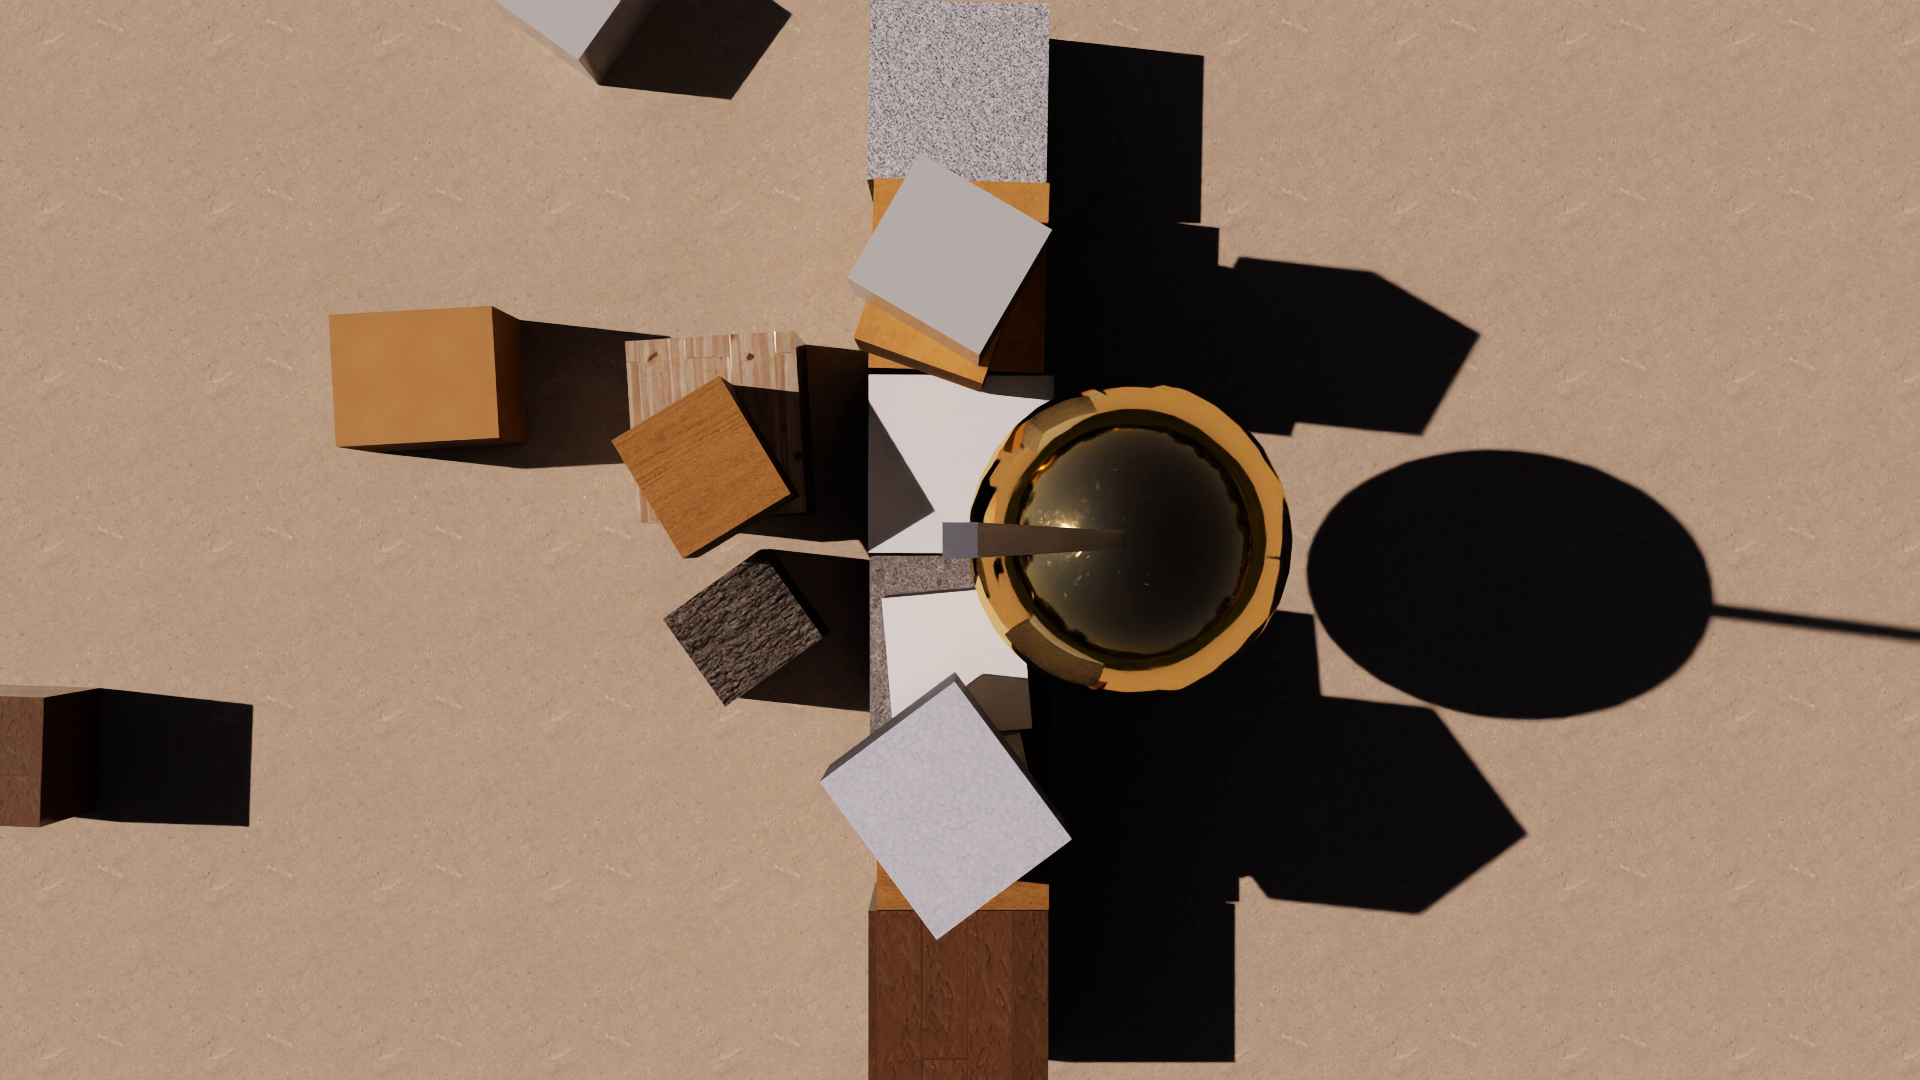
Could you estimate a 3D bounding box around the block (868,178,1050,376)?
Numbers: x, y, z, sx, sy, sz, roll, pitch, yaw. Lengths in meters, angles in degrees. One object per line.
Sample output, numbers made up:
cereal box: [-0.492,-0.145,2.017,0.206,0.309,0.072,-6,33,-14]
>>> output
block: [-0.006,-1.455,12.541,0.964,0.919,1.043,2,90,0]

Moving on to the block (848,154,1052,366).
block: [-0.050,-1.390,11.029,0.742,0.701,0.703,30,90,0]

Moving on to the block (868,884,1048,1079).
block: [-0.009,2.493,12.495,0.982,1.010,0.942,0,90,0]

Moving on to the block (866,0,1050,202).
block: [-0.009,-2.482,12.583,0.993,0.834,0.993,1,90,0]

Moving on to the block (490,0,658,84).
block: [-2.226,-3.135,12.654,0.666,0.691,0.623,36,90,0]

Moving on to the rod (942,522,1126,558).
rod: [0.362,0.000,7.508,0.080,5.200,0.080,0,90,8]

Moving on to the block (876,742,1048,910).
block: [0.016,1.568,12.485,0.936,1.030,0.888,0,90,0]

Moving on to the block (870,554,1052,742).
block: [0.003,0.601,12.584,1.005,0.831,1.029,0,90,0]

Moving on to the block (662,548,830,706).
block: [-1.215,0.493,12.647,0.670,0.706,0.606,-35,90,0]

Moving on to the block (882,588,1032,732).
block: [-0.015,0.641,11.799,0.721,0.740,0.741,-5,90,0]

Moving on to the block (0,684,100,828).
block: [-5.480,1.222,12.601,0.770,0.798,0.722,2,90,0]

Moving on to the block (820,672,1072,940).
block: [-0.068,1.294,10.907,0.806,0.789,0.940,-37,90,0]

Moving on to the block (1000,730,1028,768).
block: [0.014,1.391,11.636,0.749,0.668,0.655,-13,90,0]

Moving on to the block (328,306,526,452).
block: [-3.034,-0.909,12.607,0.908,0.786,0.735,-3,90,0]

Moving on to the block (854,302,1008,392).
block: [-0.079,-1.317,11.730,0.708,0.702,0.826,20,90,0]

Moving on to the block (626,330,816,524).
block: [-1.349,-0.625,12.572,0.939,0.856,1.006,-4,90,0]

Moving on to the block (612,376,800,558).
block: [-1.350,-0.380,11.803,0.657,0.683,0.719,-31,90,0]

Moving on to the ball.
ball: [0.836,0.000,10.875,1.600,1.600,1.600,0,90,0]

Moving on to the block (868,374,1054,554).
block: [0.006,-0.419,12.560,1.022,0.879,0.982,0,90,0]
